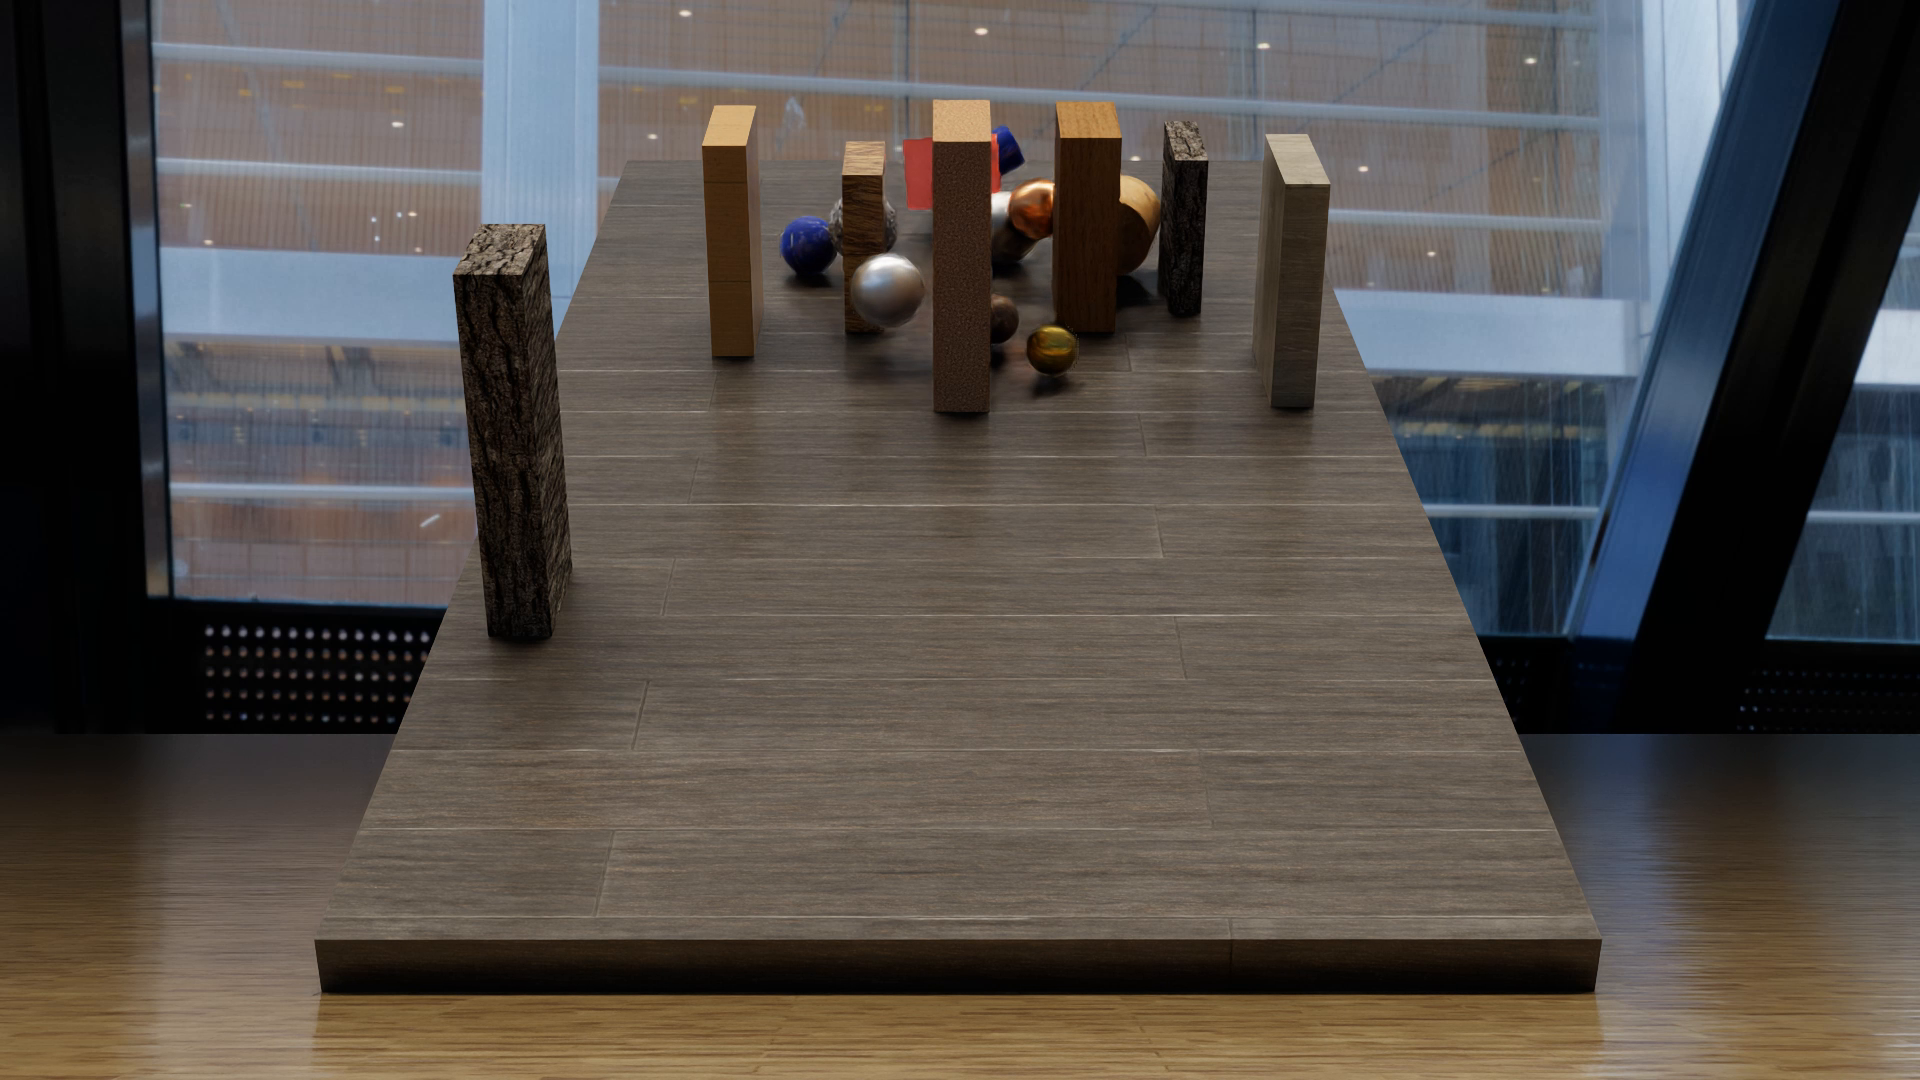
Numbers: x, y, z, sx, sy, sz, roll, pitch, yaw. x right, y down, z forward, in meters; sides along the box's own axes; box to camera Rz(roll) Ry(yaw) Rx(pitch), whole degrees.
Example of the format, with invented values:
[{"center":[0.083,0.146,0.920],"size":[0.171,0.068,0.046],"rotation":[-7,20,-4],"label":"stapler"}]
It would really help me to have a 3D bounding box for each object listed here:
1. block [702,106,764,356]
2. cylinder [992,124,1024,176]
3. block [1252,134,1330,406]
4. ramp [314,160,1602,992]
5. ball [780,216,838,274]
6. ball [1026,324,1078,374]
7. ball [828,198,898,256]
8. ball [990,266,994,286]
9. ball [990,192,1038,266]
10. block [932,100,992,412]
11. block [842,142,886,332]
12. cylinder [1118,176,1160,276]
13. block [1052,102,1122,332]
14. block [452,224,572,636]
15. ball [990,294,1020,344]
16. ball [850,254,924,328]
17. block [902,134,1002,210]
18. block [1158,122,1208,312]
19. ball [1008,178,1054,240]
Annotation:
[{"center":[-0.559,-0.767,5.849],"size":[0.104,0.534,0.335],"rotation":[0,27,0],"label":"block"},{"center":[0.101,-1.123,6.888],"size":[0.129,0.129,0.129],"rotation":[-29,-4,-3],"label":"cylinder"},{"center":[0.779,-0.640,5.593],"size":[0.101,0.543,0.381],"rotation":[0,27,0],"label":"block"},{"center":[-0.010,-0.228,5.481],"size":[2.000,0.100,4.000],"rotation":[0,27,0],"label":"ramp"},{"center":[-0.402,-0.787,6.313],"size":[0.157,0.157,0.157],"rotation":[0,-5,0],"label":"ball"},{"center":[0.220,-0.457,5.659],"size":[0.124,0.124,0.124],"rotation":[0,-5,0],"label":"ball"},{"center":[-0.256,-0.826,6.228],"size":[0.185,0.185,0.185],"rotation":[0,-5,0],"label":"ball"},{"center":[0.030,-0.688,6.163],"size":[0.115,0.115,0.115],"rotation":[0,-5,0],"label":"ball"},{"center":[0.118,-0.841,6.380],"size":[0.197,0.197,0.197],"rotation":[0,-5,0],"label":"ball"},{"center":[0.003,-0.664,5.516],"size":[0.131,0.650,0.331],"rotation":[0,27,0],"label":"block"},{"center":[-0.240,-0.771,5.997],"size":[0.099,0.411,0.276],"rotation":[0,27,0],"label":"block"},{"center":[0.417,-0.836,6.279],"size":[0.209,0.209,0.209],"rotation":[-1,26,15],"label":"cylinder"},{"center":[0.318,-0.822,5.996],"size":[0.148,0.505,0.313],"rotation":[0,27,0],"label":"block"},{"center":[-0.844,-0.206,4.498],"size":[0.123,0.735,0.277],"rotation":[0,27,0],"label":"block"},{"center":[0.084,-0.545,5.829],"size":[0.124,0.124,0.124],"rotation":[0,-5,0],"label":"ball"},{"center":[-0.177,-0.607,5.754],"size":[0.182,0.182,0.182],"rotation":[0,-5,0],"label":"ball"},{"center":[-0.020,-1.027,6.595],"size":[0.192,0.192,0.192],"rotation":[1,9,32],"label":"block"},{"center":[0.579,-0.843,6.152],"size":[0.083,0.406,0.338],"rotation":[0,27,0],"label":"block"},{"center":[0.205,-0.872,6.224],"size":[0.160,0.160,0.160],"rotation":[0,-5,0],"label":"ball"}]
